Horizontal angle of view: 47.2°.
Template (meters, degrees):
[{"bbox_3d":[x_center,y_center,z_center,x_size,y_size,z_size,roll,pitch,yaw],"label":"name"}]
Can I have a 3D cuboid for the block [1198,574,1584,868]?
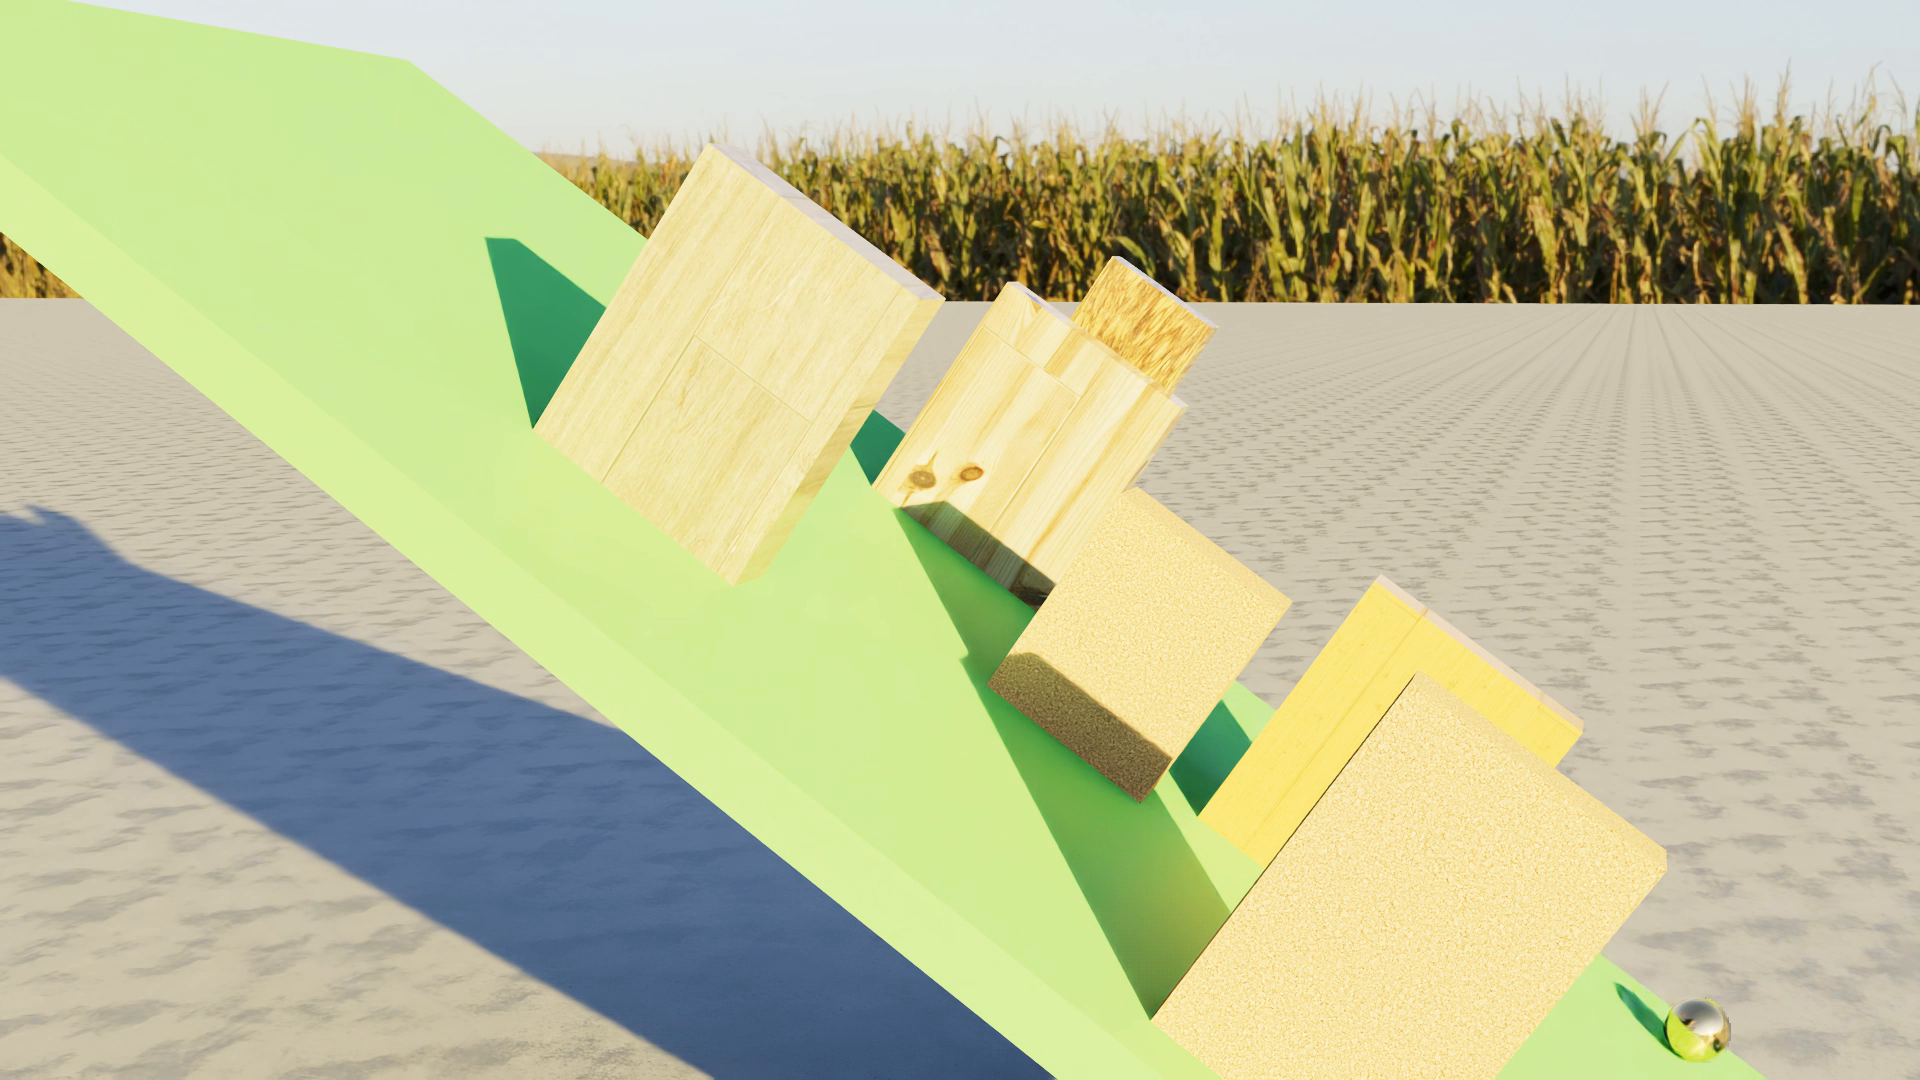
[{"bbox_3d":[0.762,0.411,3.919,0.435,0.541,0.097,37,16,10],"label":"block"}]

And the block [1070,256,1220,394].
[{"bbox_3d":[0.258,-0.266,4.721,0.260,0.646,0.082,37,16,10],"label":"block"}]

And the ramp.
[{"bbox_3d":[-0.097,0.171,4.085,4.000,0.100,2.000,37,16,10],"label":"ramp"}]

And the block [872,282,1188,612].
[{"bbox_3d":[0.139,-0.191,4.499,0.435,0.514,0.085,37,16,10],"label":"block"}]

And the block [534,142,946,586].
[{"bbox_3d":[-0.370,-0.289,3.636,0.438,0.572,0.132,37,16,10],"label":"block"}]

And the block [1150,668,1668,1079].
[{"bbox_3d":[0.613,0.551,3.045,0.408,0.617,0.106,37,16,10],"label":"block"}]

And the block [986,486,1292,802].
[{"bbox_3d":[0.317,0.184,3.904,0.344,0.426,0.134,37,16,10],"label":"block"}]

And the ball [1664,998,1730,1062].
[{"bbox_3d":[1.492,0.993,4.454,0.126,0.126,0.126,0,7,0],"label":"ball"}]
